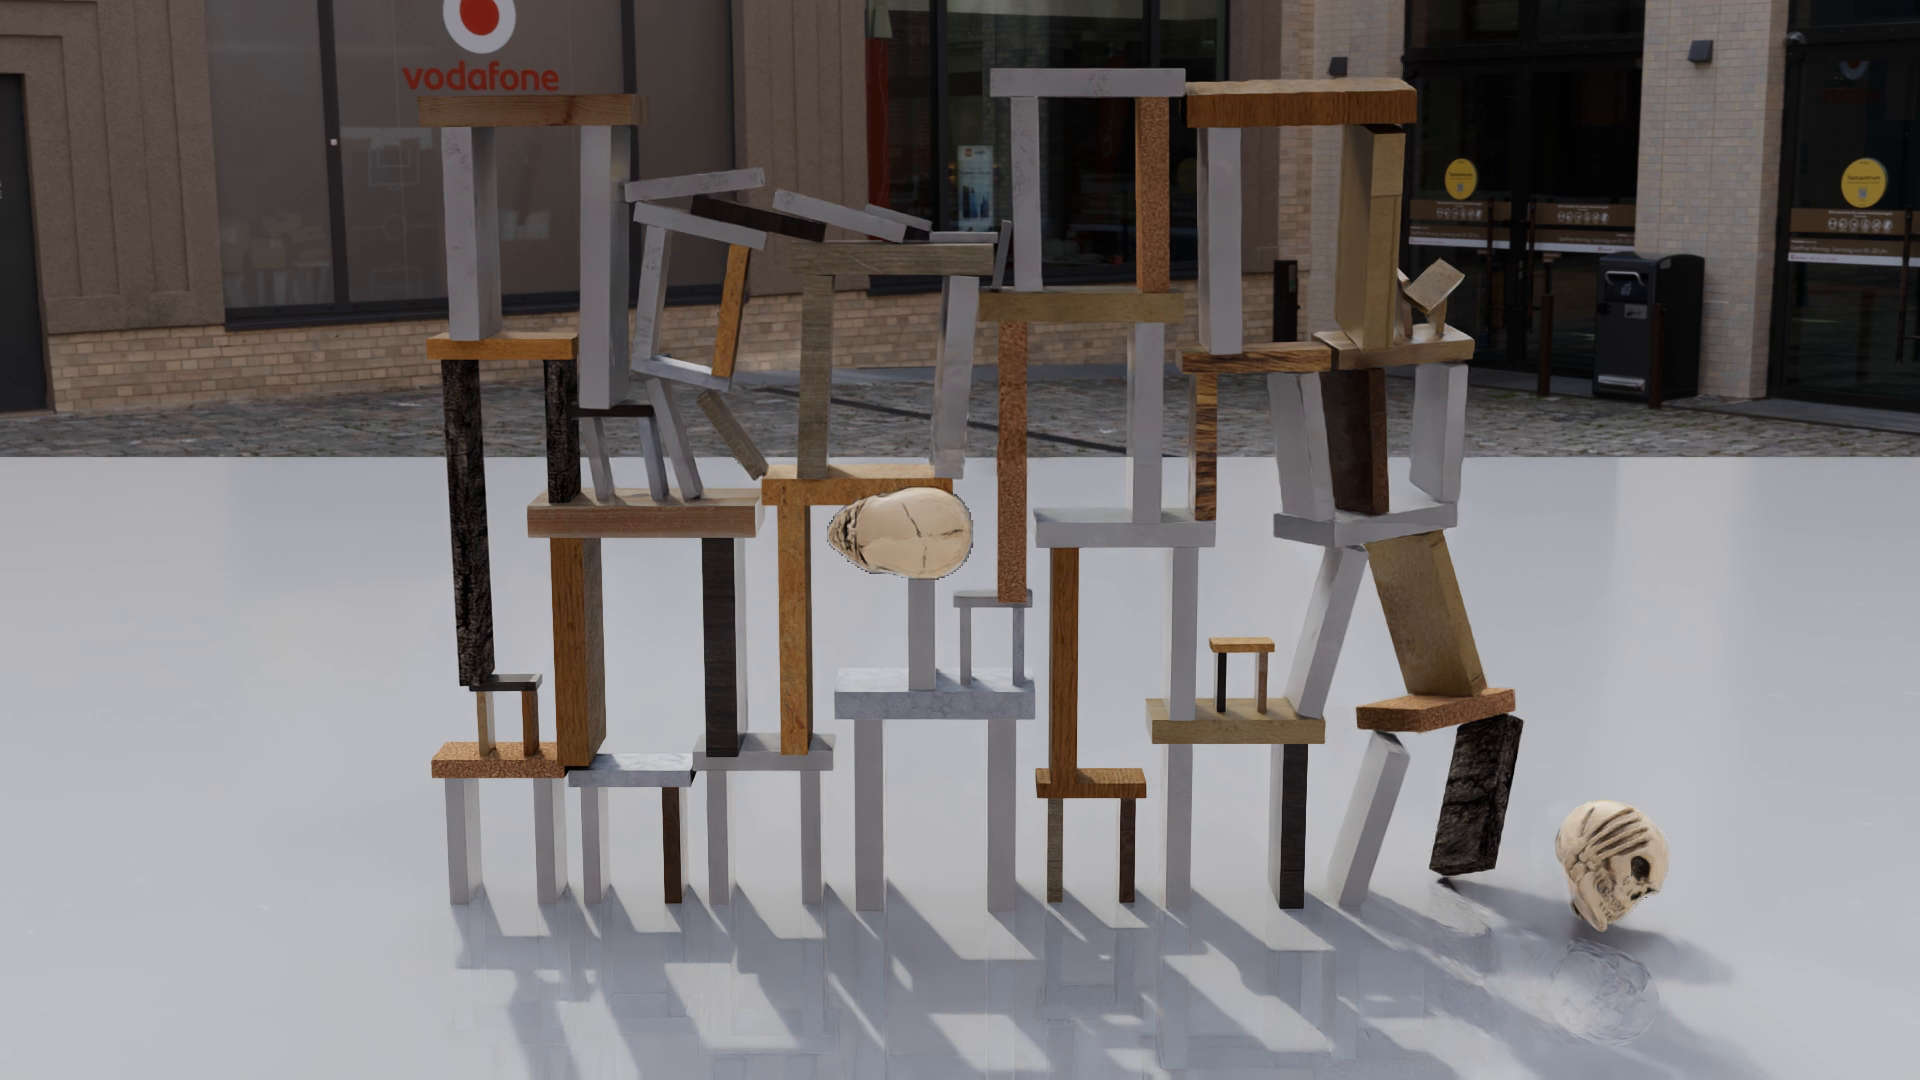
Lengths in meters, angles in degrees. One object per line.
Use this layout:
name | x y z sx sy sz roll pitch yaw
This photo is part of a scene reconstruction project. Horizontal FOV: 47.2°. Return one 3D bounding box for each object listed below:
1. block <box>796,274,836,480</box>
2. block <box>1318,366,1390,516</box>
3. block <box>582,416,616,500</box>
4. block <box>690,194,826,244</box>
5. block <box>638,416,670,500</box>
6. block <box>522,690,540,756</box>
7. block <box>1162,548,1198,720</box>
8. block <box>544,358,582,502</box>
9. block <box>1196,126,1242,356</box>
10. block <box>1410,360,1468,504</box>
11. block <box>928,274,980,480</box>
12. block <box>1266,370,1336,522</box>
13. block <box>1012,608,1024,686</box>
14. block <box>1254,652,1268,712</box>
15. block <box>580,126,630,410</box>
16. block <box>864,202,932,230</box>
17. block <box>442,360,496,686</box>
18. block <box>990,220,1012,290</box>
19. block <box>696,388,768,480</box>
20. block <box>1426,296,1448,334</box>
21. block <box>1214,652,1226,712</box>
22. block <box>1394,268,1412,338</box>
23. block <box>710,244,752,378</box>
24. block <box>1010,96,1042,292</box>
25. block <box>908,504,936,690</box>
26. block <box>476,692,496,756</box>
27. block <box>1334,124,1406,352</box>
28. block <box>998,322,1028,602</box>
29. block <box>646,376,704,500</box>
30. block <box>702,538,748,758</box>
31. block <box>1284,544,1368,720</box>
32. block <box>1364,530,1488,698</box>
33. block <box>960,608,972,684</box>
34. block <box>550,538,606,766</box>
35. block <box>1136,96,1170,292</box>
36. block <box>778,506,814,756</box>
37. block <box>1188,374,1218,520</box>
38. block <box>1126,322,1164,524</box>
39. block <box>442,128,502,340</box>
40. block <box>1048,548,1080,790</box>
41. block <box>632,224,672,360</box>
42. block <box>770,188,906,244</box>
block | -0.229 -0.267 3.507 0.045 0.319 0.159 2 10 -2
block | 0.639 -0.165 3.570 0.033 0.234 0.117 -12 15 -32
block | -0.582 -0.137 3.538 0.019 0.133 0.067 -9 10 2
block | -0.318 -0.511 3.488 0.210 0.030 0.105 12 10 -4
block | -0.493 -0.136 3.537 0.019 0.133 0.067 -9 10 2
block | -0.705 0.295 3.610 0.015 0.109 0.054 0 11 0
block | 0.358 0.138 3.580 0.040 0.283 0.142 0 11 0
block | -0.637 -0.181 3.525 0.032 0.228 0.114 0 11 0
block | 0.408 -0.475 3.461 0.049 0.347 0.174 -2 12 1
block | 0.792 -0.191 3.643 0.033 0.234 0.117 -7 22 -14
block | -0.011 -0.268 3.515 0.045 0.319 0.159 4 10 -5
block | 0.545 -0.155 3.519 0.033 0.237 0.117 -13 12 -17
block | 0.095 0.167 3.584 0.018 0.128 0.064 0 11 1
block | 0.493 0.227 3.604 0.014 0.100 0.050 0 11 0
block | -0.560 -0.432 3.469 0.046 0.434 0.163 2 11 2
block | -0.098 -0.512 3.487 0.108 0.015 0.054 15 9 -4
block | -0.794 -0.034 3.553 0.032 0.528 0.114 -1 11 1
block | 0.066 -0.450 3.473 0.015 0.108 0.054 10 10 -2
block | -0.365 -0.172 3.532 0.022 0.158 0.079 -34 9 6
block | 0.774 -0.390 3.569 0.014 0.101 0.050 -9 43 -4
block | 0.426 0.227 3.604 0.014 0.100 0.050 0 11 0
block | 0.715 -0.384 3.563 0.014 0.101 0.050 -13 29 -5
block | -0.363 -0.368 3.500 0.029 0.207 0.104 9 10 -3
block | 0.103 -0.544 3.461 0.042 0.298 0.149 -1 11 1
block | -0.061 0.080 3.575 0.043 0.301 0.151 0 11 0
block | -0.778 0.295 3.610 0.015 0.109 0.054 -1 11 0
block | 0.650 -0.494 3.500 0.049 0.350 0.174 -4 24 -5
block | 0.084 -0.134 3.534 0.045 0.445 0.158 0 11 1
block | -0.458 -0.168 3.533 0.022 0.200 0.079 -16 10 4
block | -0.383 0.156 3.591 0.051 0.359 0.180 0 11 0
block | 0.596 0.138 3.585 0.040 0.281 0.140 14 10 -2
block | 0.786 0.122 3.725 0.040 0.296 0.140 -29 18 -36
block | 0.009 0.166 3.586 0.018 0.128 0.064 0 11 1
block | -0.622 0.164 3.592 0.051 0.373 0.180 0 11 0
block | 0.302 -0.544 3.459 0.042 0.298 0.149 -1 11 1
block | -0.268 0.133 3.584 0.043 0.408 0.151 0 11 0
block | 0.390 -0.158 3.532 0.033 0.234 0.117 -1 11 0
block | 0.295 -0.196 3.518 0.045 0.317 0.158 0 11 0
block | -0.768 -0.485 3.465 0.046 0.326 0.163 0 11 1
block | 0.169 0.195 3.592 0.040 0.399 0.142 0 11 0
block | -0.488 -0.396 3.492 0.029 0.207 0.104 8 10 -2
block | -0.193 -0.514 3.478 0.210 0.030 0.105 14 9 -9
